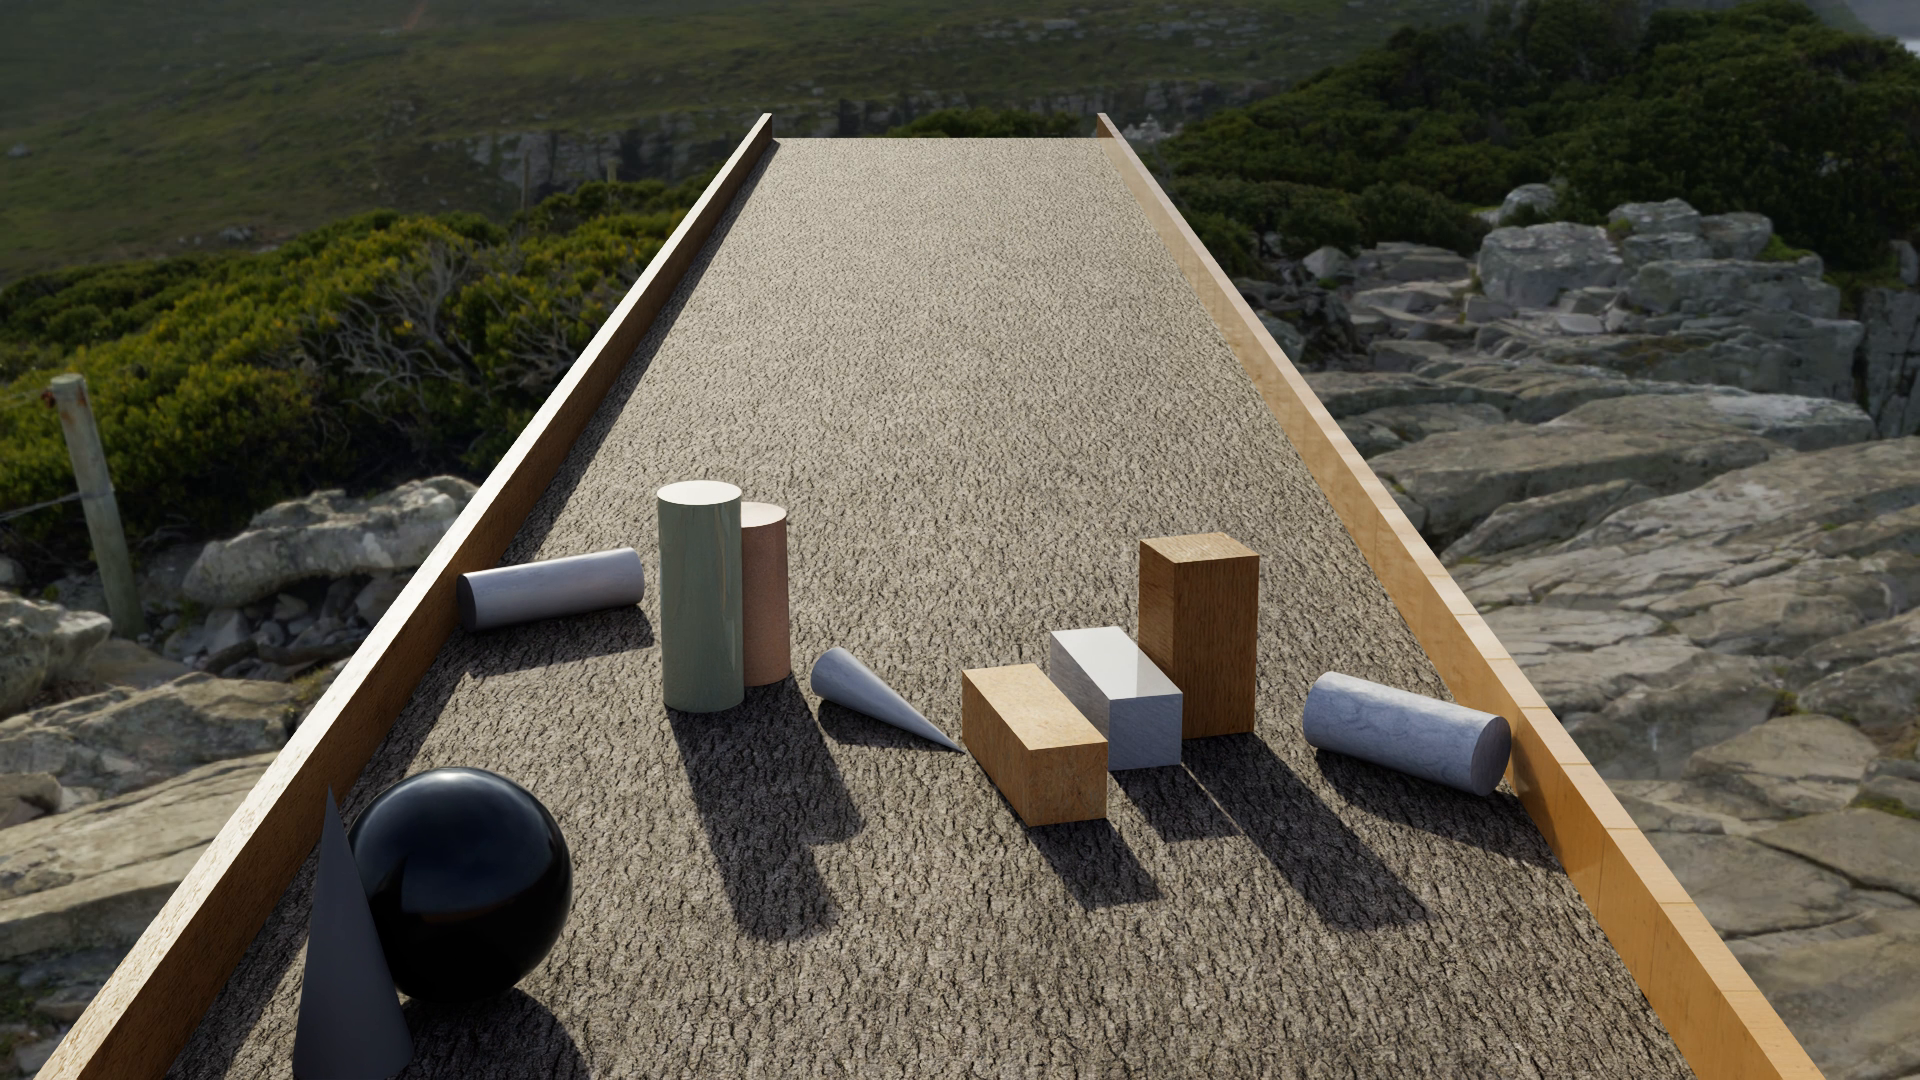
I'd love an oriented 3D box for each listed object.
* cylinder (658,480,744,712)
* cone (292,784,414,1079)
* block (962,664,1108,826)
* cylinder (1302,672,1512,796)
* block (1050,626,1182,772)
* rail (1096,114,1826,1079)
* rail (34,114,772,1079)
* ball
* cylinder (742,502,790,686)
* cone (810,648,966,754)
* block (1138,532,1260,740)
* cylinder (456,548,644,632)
[{"bbox_3d":[-0.487,0.106,4.144,0.155,0.409,0.155,1,18,0],"label":"cylinder"},{"bbox_3d":[-0.805,0.498,2.862,0.158,0.394,0.158,0,17,0],"label":"cone"},{"bbox_3d":[0.124,0.349,3.814,0.136,0.136,0.396,-5,17,-15],"label":"block"},{"bbox_3d":[0.780,0.336,3.850,0.335,0.140,0.140,14,22,40],"label":"cylinder"},{"bbox_3d":[0.281,0.285,4.032,0.134,0.134,0.374,-4,17,-13],"label":"block"},{"bbox_3d":[0.932,-0.844,7.801,0.050,0.150,12.000,0,17,-1],"label":"rail"},{"bbox_3d":[-1.118,-0.838,7.780,0.050,0.150,12.000,0,17,-1],"label":"rail"},{"bbox_3d":[-0.702,0.477,3.050,0.326,0.326,0.326,0,17,0],"label":"ball"},{"bbox_3d":[-0.418,0.105,4.298,0.165,0.324,0.165,0,18,0],"label":"cylinder"},{"bbox_3d":[-0.115,0.318,4.065,0.104,0.104,0.389,-14,30,-40],"label":"cone"},{"bbox_3d":[0.436,0.175,4.044,0.165,0.336,0.165,-5,16,-16],"label":"block"},{"bbox_3d":[-0.866,0.104,4.660,0.374,0.124,0.124,-10,19,-30],"label":"cylinder"}]
